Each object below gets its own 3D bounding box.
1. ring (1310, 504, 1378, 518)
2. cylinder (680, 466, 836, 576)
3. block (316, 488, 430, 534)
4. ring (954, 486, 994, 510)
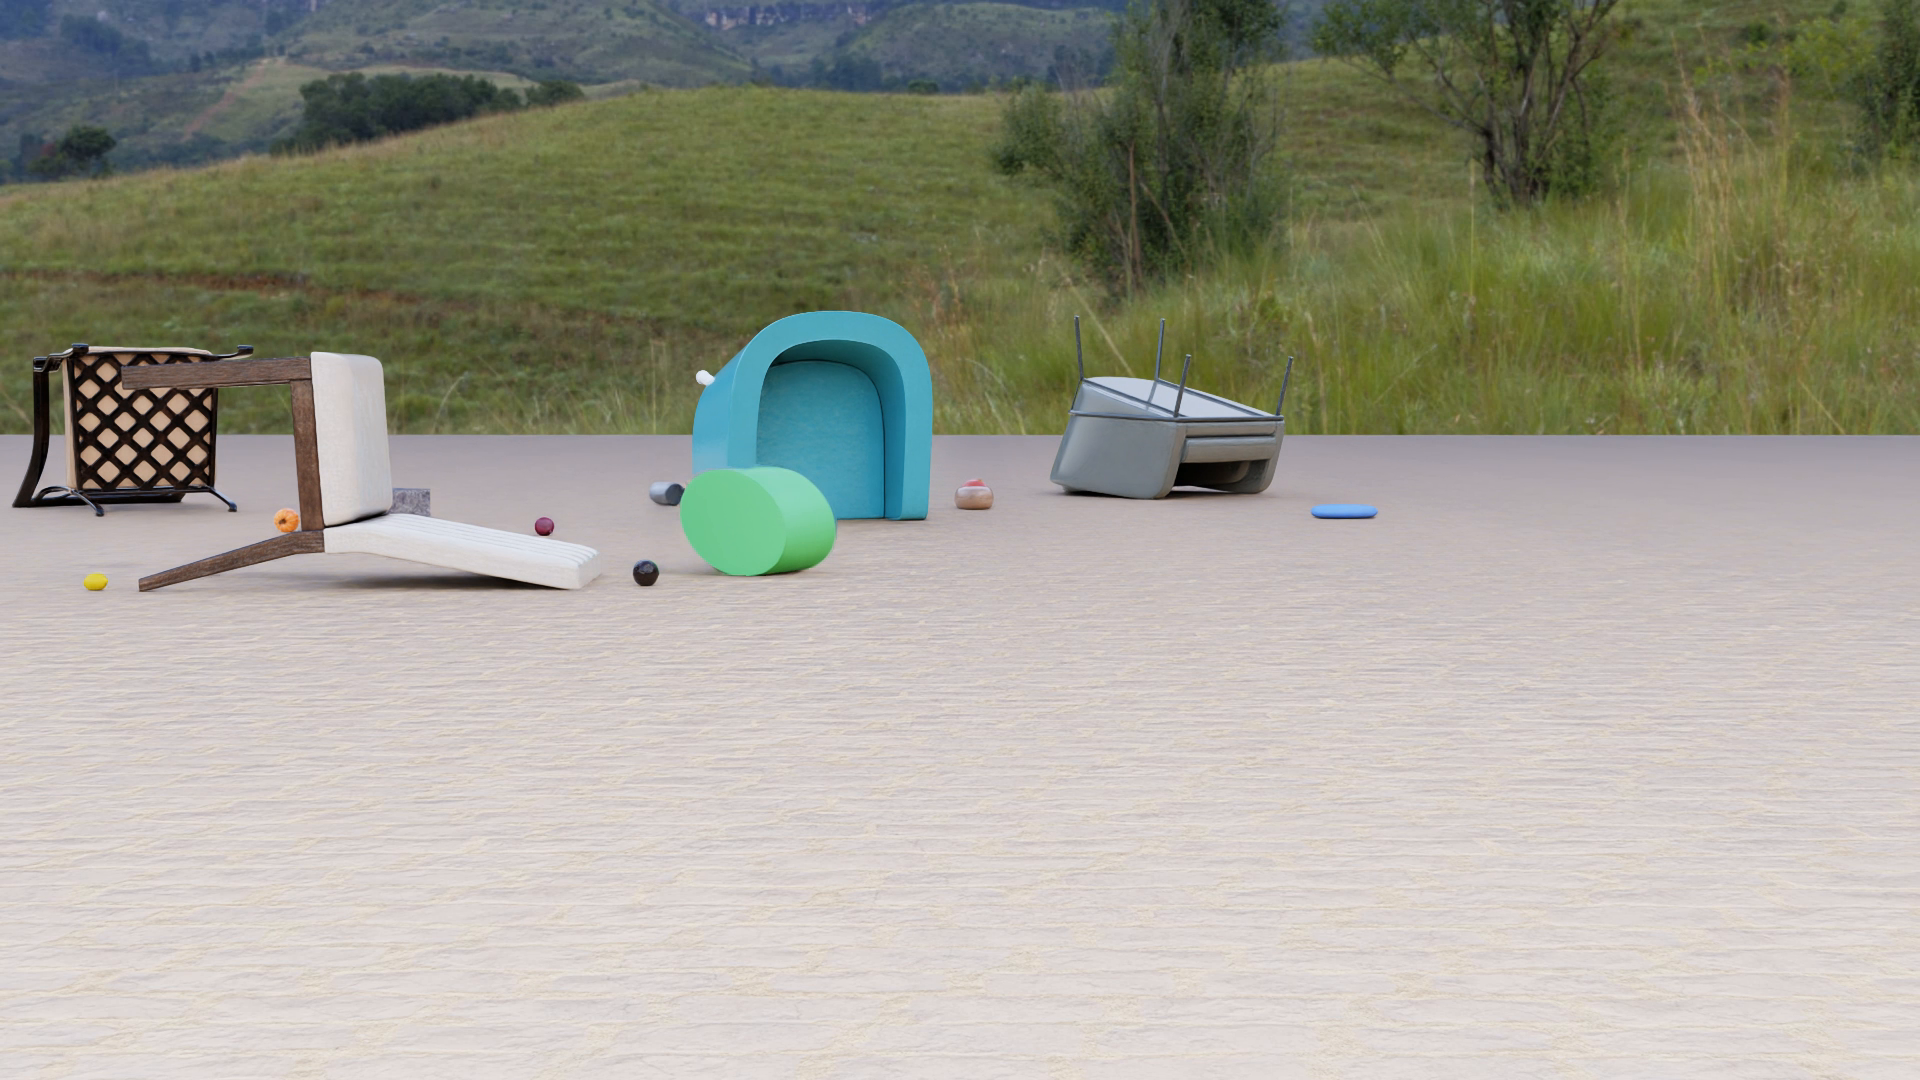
[{"bbox_3d":[1.343,-0.100,7.688,0.251,0.044,0.200,-2,4,-29],"label":"ring"},{"bbox_3d":[-0.493,-0.048,5.375,0.318,0.243,0.222,28,16,24],"label":"cylinder"},{"bbox_3d":[-1.869,-0.095,7.017,0.169,0.125,0.340,2,4,26],"label":"block"},{"bbox_3d":[0.053,-0.157,8.252,0.140,0.082,0.199,-3,4,-19],"label":"ring"}]
